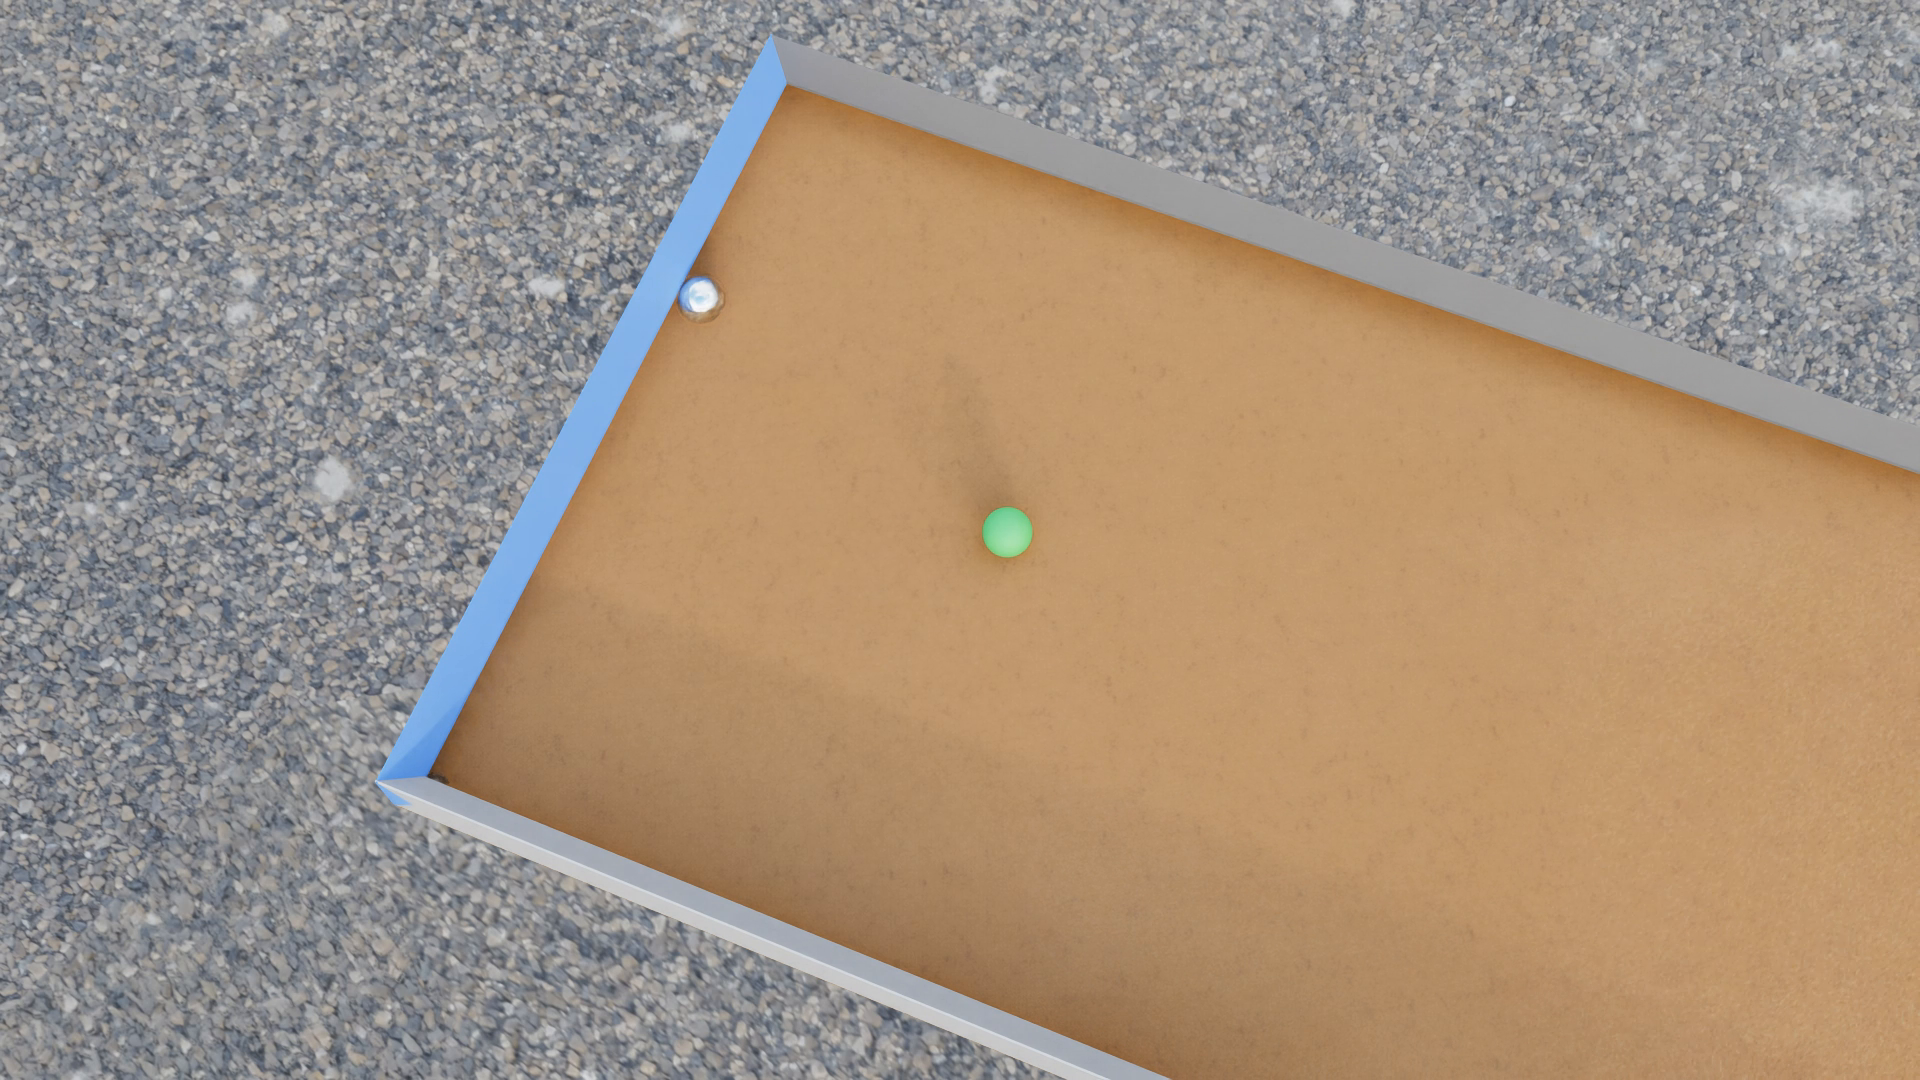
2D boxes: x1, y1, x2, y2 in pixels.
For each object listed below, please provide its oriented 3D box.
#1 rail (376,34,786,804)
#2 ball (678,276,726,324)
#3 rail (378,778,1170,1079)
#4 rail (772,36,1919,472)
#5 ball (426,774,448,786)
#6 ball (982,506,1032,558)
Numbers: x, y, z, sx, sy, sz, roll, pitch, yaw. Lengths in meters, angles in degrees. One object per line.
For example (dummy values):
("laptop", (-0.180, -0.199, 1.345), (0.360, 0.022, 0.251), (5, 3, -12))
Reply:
("rail", (-0.577, -0.226, 3.582), (0.045, 0.118, 1.446), (20, 68, 8))
("ball", (-0.432, -0.402, 3.680), (0.079, 0.079, 0.079), (0, 67, 0))
("rail", (0.336, 0.809, 3.142), (2.583, 0.118, 0.045), (20, 68, 8))
("rail", (0.861, -0.384, 3.650), (2.583, 0.118, 0.045), (20, 68, 8))
("ball", (-0.805, 0.379, 3.369), (0.040, 0.040, 0.040), (0, 67, 0))
("ball", (0.076, -0.012, 3.514), (0.081, 0.081, 0.081), (0, 67, 0))
